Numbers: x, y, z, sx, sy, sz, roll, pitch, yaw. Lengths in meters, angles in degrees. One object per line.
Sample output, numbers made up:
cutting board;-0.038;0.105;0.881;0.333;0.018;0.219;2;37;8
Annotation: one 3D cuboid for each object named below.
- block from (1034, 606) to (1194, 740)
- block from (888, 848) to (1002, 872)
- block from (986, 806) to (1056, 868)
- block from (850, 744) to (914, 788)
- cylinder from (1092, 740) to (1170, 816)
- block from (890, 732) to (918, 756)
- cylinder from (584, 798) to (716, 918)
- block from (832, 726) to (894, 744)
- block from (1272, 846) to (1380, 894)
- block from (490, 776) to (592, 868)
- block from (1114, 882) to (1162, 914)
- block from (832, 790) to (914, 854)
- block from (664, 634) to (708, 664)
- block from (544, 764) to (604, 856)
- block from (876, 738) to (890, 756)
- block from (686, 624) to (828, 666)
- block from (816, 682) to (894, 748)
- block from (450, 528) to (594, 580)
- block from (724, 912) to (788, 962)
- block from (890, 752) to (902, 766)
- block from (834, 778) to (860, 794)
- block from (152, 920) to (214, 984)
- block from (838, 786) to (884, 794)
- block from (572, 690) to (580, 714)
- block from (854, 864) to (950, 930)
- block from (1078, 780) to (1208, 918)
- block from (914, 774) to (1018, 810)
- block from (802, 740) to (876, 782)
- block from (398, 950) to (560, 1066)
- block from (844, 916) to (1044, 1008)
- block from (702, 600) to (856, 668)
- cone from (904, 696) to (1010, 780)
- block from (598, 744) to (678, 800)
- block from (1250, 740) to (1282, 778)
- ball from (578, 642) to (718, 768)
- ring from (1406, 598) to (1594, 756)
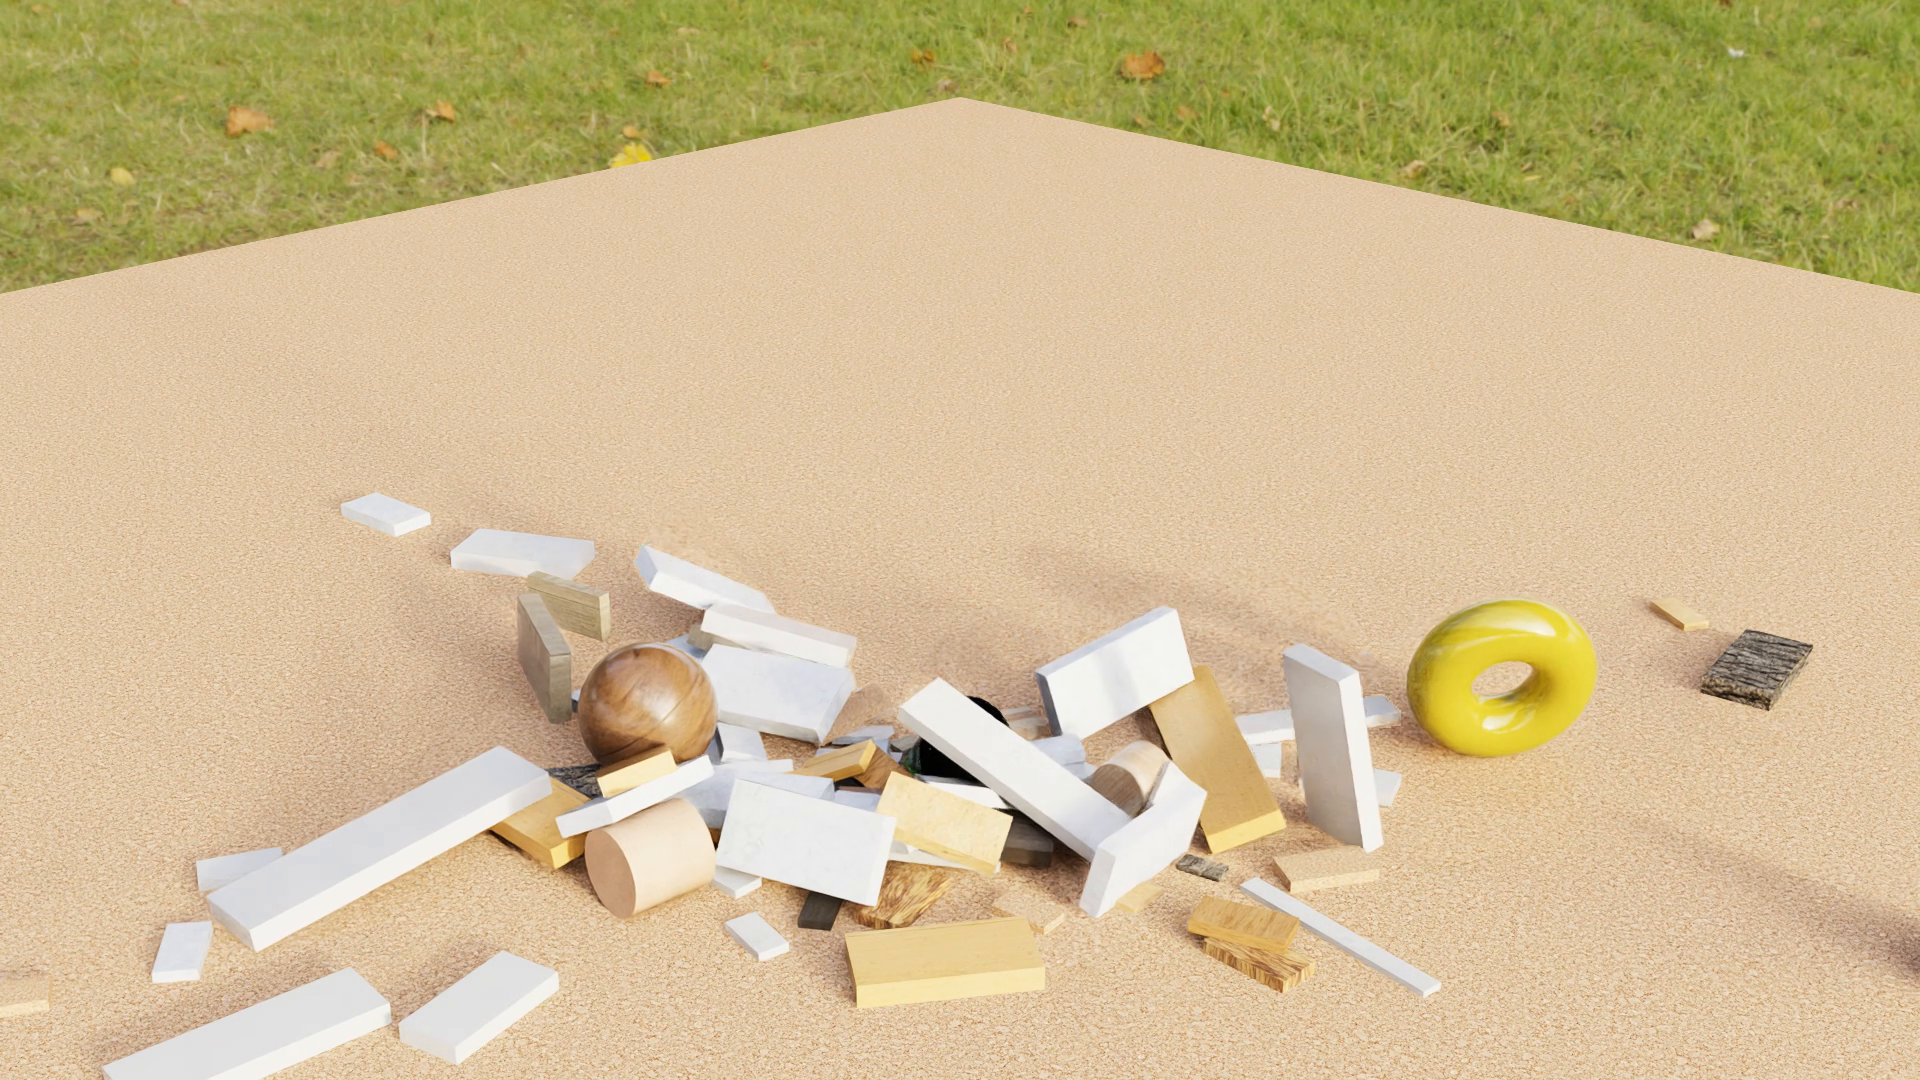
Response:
block;0.337;0.293;4.754;0.346;0.173;0.049;-25;22;-23
block;-0.039;0.584;4.297;0.248;0.035;0.124;6;29;4
block;0.060;0.567;4.266;0.247;0.035;0.124;7;29;4
block;-0.151;0.492;4.489;0.082;0.023;0.165;-38;51;-20
cylinder;0.349;0.486;4.460;0.120;0.120;0.120;16;28;32
block;-0.098;0.435;4.718;0.101;0.014;0.050;-17;28;-34
cylinder;-0.582;0.596;4.130;0.176;0.176;0.176;-18;29;-37
block;-0.209;0.417;4.702;0.129;0.018;0.064;-5;14;43
block;0.704;0.634;4.234;0.182;0.026;0.091;-6;24;-14
block;-0.820;0.544;4.331;0.154;0.044;0.309;-27;30;-35
block;0.337;0.675;4.152;0.045;0.013;0.091;17;28;35
block;-0.169;0.548;4.277;0.247;0.035;0.124;1;32;36
block;-0.576;0.305;4.983;0.322;0.046;0.161;21;31;41
block;-0.771;0.543;4.434;0.129;0.037;0.299;-5;23;-11
block;-0.181;0.444;4.619;0.064;0.018;0.129;-13;9;2
block;-0.446;0.262;4.991;0.322;0.046;0.161;20;9;34
block;-0.245;0.376;4.747;0.186;0.026;0.093;-29;25;-12
block;-1.115;0.037;5.614;0.322;0.046;0.161;6;24;14
block;-0.372;0.726;4.027;0.063;0.018;0.125;-15;27;-31
block;-0.159;0.470;4.595;0.064;0.018;0.129;2;11;6
block;-0.253;0.523;4.499;0.082;0.023;0.165;14;27;29
block;-1.405;0.744;3.978;0.079;0.022;0.158;-3;23;-8
block;-0.185;0.528;4.422;0.124;0.018;0.062;2;45;5
block;-0.747;0.370;4.848;0.230;0.033;0.115;17;28;35
block;-0.107;0.676;4.133;0.095;0.027;0.190;13;26;27
block;0.349;0.585;4.177;0.043;0.153;0.307;33;36;26
block;0.042;0.501;4.348;0.249;0.035;0.125;8;-1;-13
block;-0.257;0.465;4.519;0.165;0.023;0.082;-20;24;28
block;-0.831;0.807;3.811;0.129;0.037;0.258;13;26;29
block;-0.030;0.752;3.927;0.334;0.047;0.167;-4;23;-9
block;-0.412;0.215;5.042;0.334;0.047;0.167;15;7;3
cone;-0.051;0.454;4.553;0.242;0.242;0.242;-18;2;-36
block;-0.629;0.448;4.276;0.145;0.041;0.291;-21;1;-10
block;0.645;0.460;4.652;0.067;0.019;0.134;4;23;9
ball;-0.646;0.354;4.554;0.290;0.290;0.290;0;23;0
ring;1.131;0.289;4.597;0.396;0.396;0.132;-1;36;-3
